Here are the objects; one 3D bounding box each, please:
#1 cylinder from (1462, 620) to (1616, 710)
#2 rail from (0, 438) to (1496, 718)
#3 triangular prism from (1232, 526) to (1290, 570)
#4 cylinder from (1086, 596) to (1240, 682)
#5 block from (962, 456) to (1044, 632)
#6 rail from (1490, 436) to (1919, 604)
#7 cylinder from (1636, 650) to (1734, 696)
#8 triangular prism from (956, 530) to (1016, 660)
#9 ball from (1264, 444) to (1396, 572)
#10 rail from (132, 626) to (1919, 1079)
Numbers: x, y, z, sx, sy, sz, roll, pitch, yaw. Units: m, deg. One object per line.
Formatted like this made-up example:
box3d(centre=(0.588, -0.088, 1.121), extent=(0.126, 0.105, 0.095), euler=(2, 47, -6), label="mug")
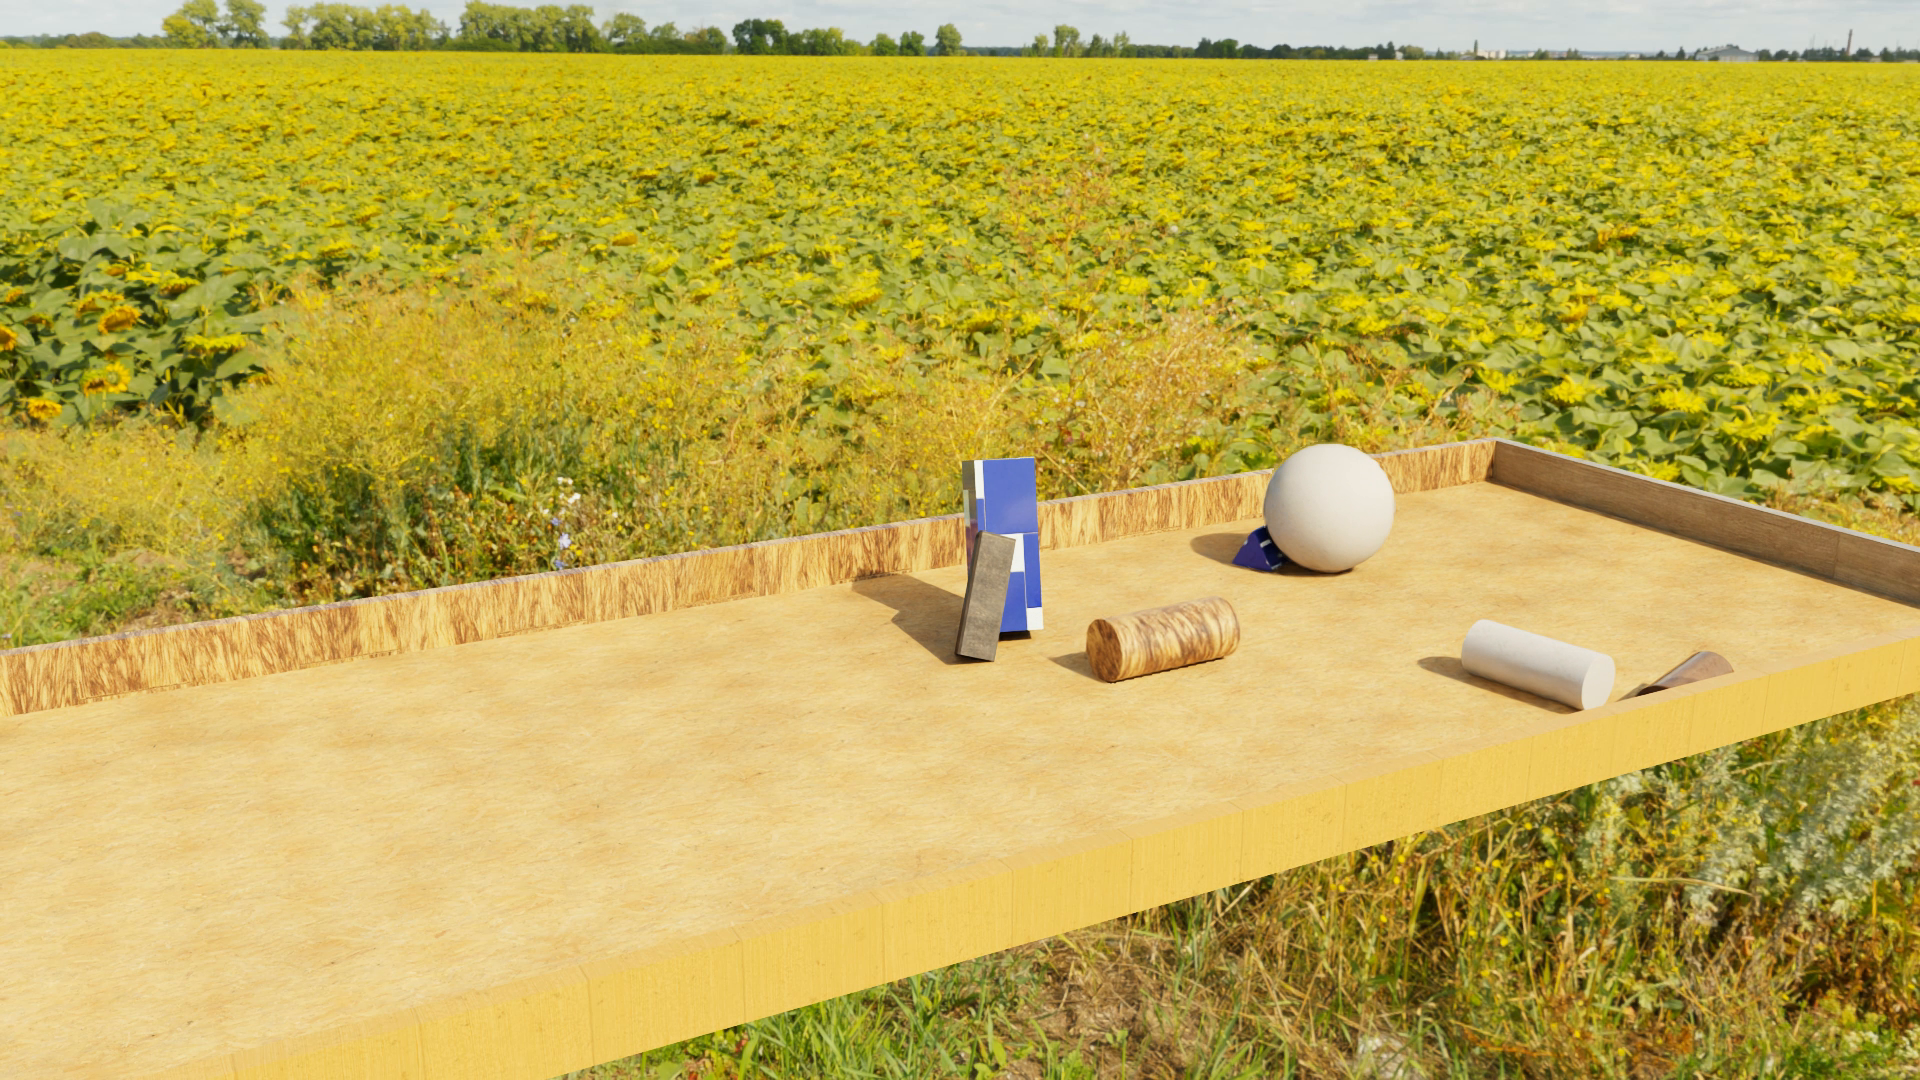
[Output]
box3d(centre=(1.417, 0.306, 4.053), extent=(0.145, 0.145, 0.332), euler=(-13, 21, -37), label="cylinder")
box3d(centre=(-3.305, 0.497, 3.399), extent=(12.000, 0.150, 0.050), euler=(-9, 18, -27), label="rail")
box3d(centre=(1.013, -0.016, 5.196), extent=(0.132, 0.114, 0.395), euler=(12, 20, 35), label="triangular prism")
box3d(centre=(0.520, 0.250, 4.221), extent=(0.371, 0.160, 0.160), euler=(-9, 19, -29), label="cylinder")
box3d(centre=(0.113, 0.010, 4.458), extent=(0.164, 0.460, 0.164), euler=(-4, 3, -12), label="block")
box3d(centre=(2.466, -0.048, 5.253), extent=(0.050, 0.150, 2.100), euler=(-9, 18, -27), label="rail")
box3d(centre=(1.715, 0.362, 3.902), extent=(0.124, 0.124, 0.314), euler=(15, 22, 41), label="cylinder")
box3d(centre=(0.044, 0.143, 4.302), extent=(0.116, 0.323, 0.100), euler=(14, -6, -34), label="triangular prism")
box3d(centre=(1.118, -0.099, 5.000), extent=(0.390, 0.390, 0.390), euler=(0, 16, 0), label="ball")
box3d(centre=(-2.336, 1.006, 1.665), extent=(12.000, 0.150, 0.050), euler=(-9, 18, -27), label="rail")
